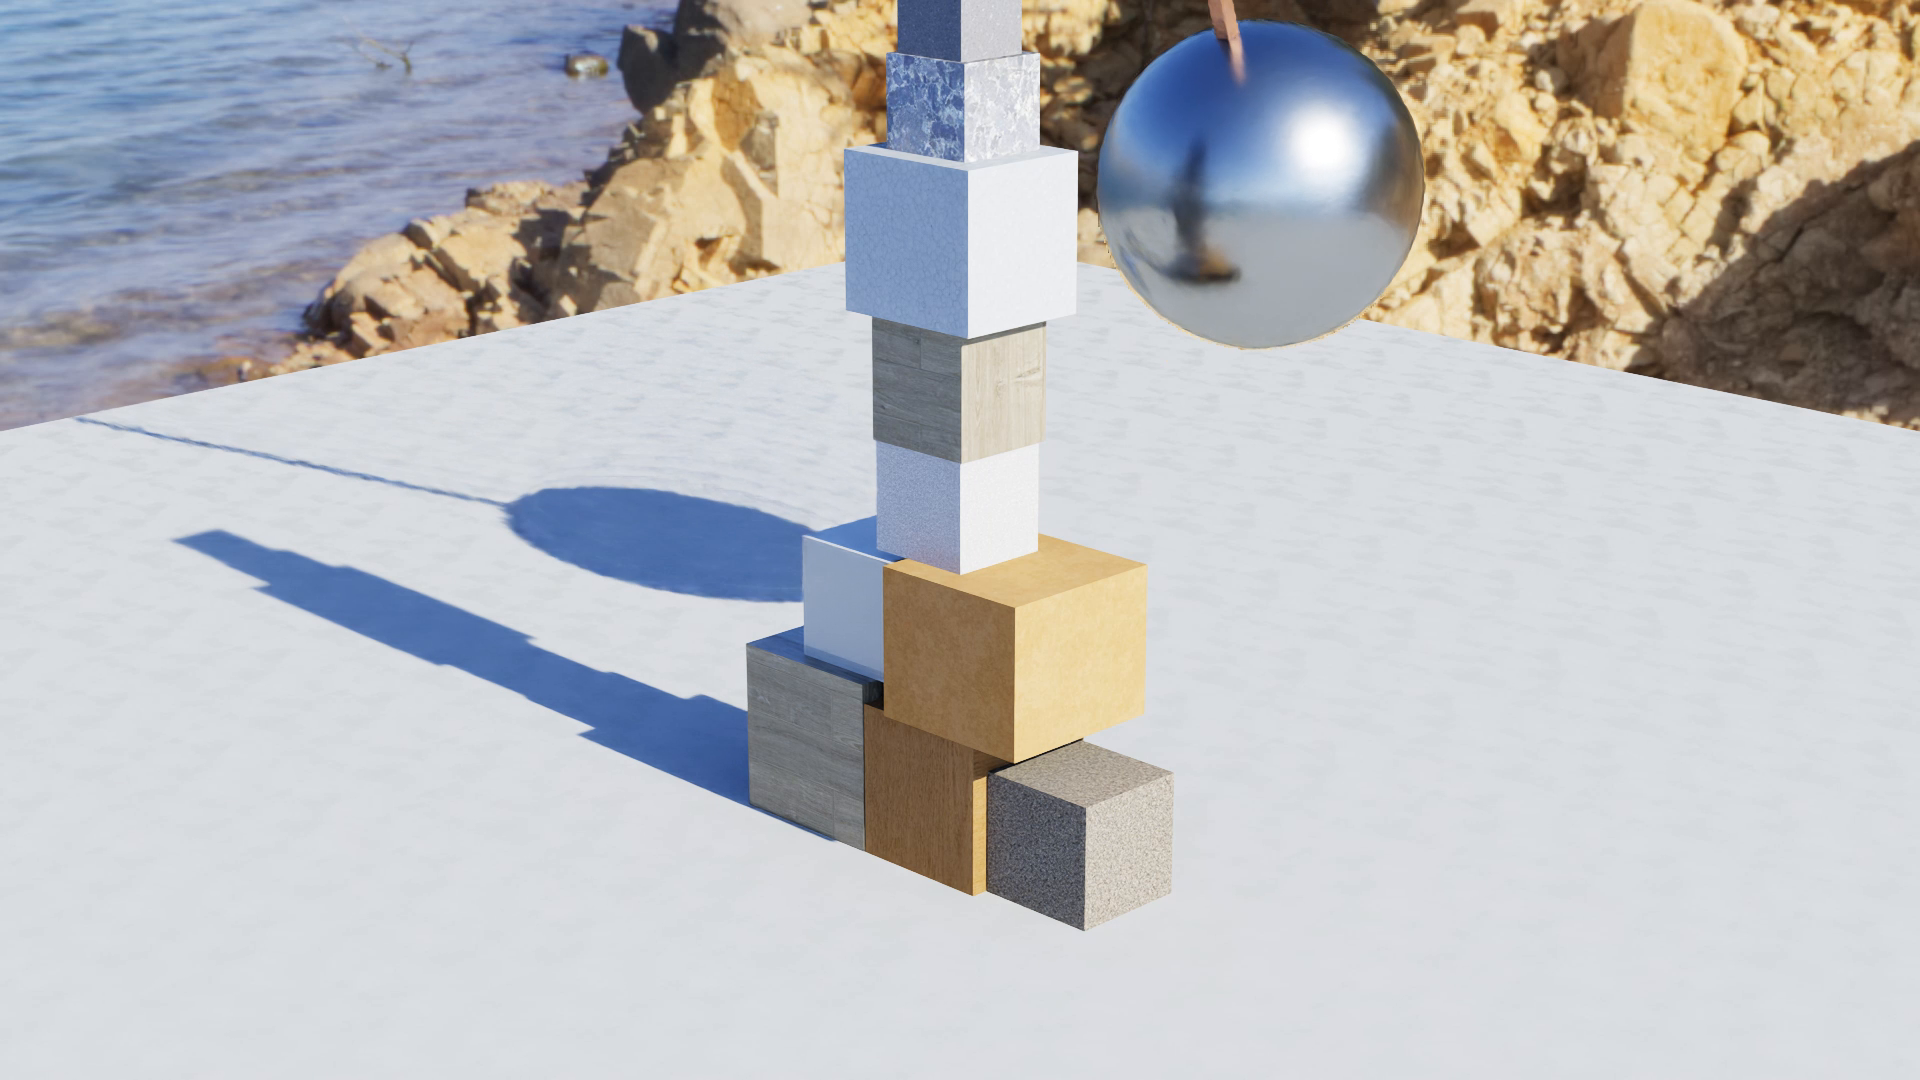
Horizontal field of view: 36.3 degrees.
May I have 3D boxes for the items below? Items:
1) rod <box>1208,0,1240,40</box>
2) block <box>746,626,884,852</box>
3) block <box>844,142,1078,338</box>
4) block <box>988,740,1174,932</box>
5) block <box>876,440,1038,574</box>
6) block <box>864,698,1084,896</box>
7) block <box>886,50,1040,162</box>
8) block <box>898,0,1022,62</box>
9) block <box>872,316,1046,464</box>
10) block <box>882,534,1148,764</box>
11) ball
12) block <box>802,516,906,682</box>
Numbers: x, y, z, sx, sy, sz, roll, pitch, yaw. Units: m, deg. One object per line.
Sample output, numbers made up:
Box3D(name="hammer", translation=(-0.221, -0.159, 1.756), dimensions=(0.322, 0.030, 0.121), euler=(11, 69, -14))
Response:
Box3D(name="rod", translation=(0.636, -4.531, 12.584), dimensions=(0.080, 5.200, 0.080), euler=(17, 44, 42))
Box3D(name="block", translation=(-0.459, 0.893, 14.121), dimensions=(0.783, 0.830, 0.811), euler=(-17, 24, -42))
Box3D(name="block", translation=(0.003, -1.359, 12.917), dimensions=(0.677, 0.724, 0.769), euler=(-17, 24, -42))
Box3D(name="block", translation=(0.540, 1.316, 13.182), dimensions=(0.580, 0.586, 0.597), euler=(-17, 24, -42))
Box3D(name="block", translation=(-0.012, -0.201, 13.266), dimensions=(0.497, 0.516, 0.538), euler=(-17, 24, -42))
Box3D(name="block", translation=(0.065, 1.104, 13.598), dimensions=(0.725, 0.740, 0.706), euler=(-17, 24, -42))
Box3D(name="block", translation=(0.013, -1.908, 12.756), dimensions=(0.461, 0.421, 0.480), euler=(-17, 24, -42))
Box3D(name="block", translation=(-0.003, -2.315, 12.611), dimensions=(0.368, 0.442, 0.389), euler=(-17, 24, -42))
Box3D(name="block", translation=(-0.004, -0.730, 13.108), dimensions=(0.533, 0.589, 0.565), euler=(-17, 24, -42))
Box3D(name="block", translation=(0.247, 0.455, 13.235), dimensions=(0.854, 0.716, 0.824), euler=(-17, 24, -42))
Box3D(name="ball", translation=(1.467, -1.737, 14.333), dimensions=(1.600, 1.600, 1.600), euler=(0, 17, 0))
Box3D(name="block", translation=(-0.284, 0.268, 13.746), dimensions=(0.603, 0.586, 0.677), euler=(-17, 24, -42))
